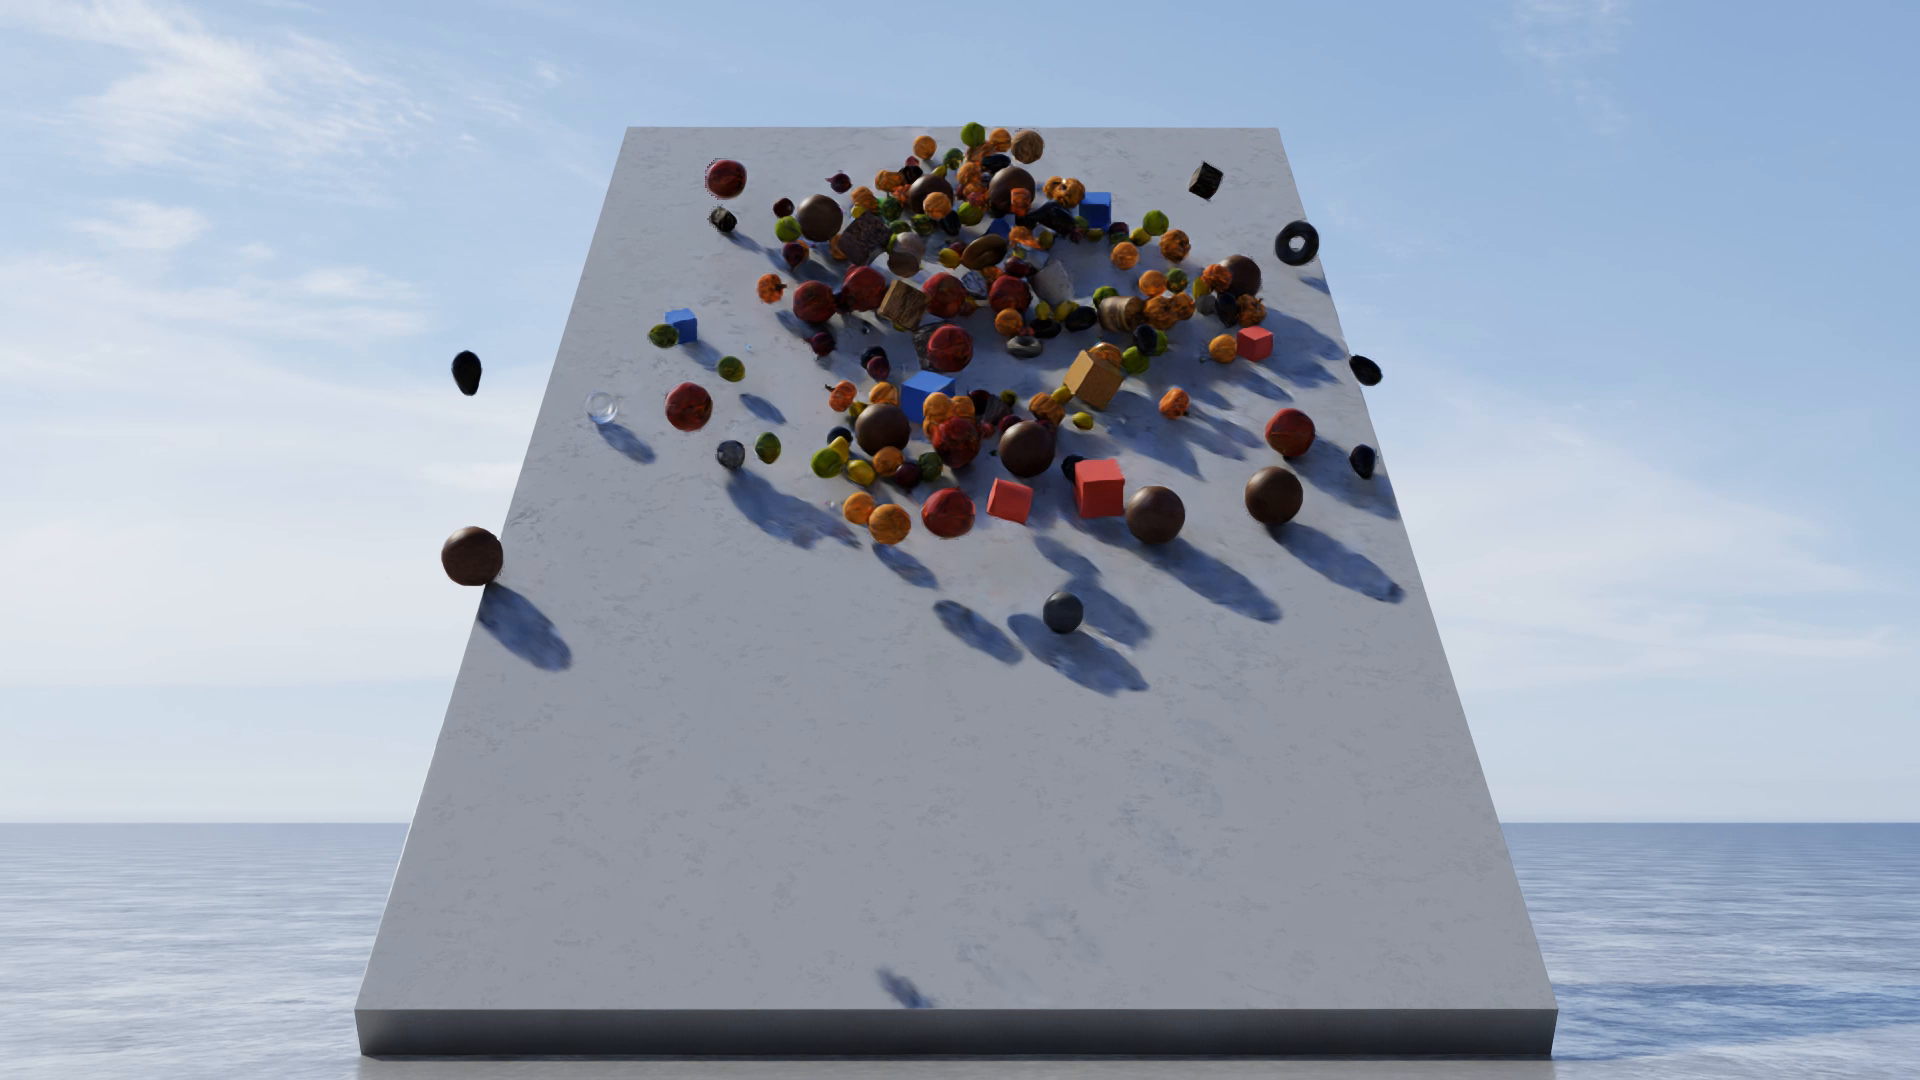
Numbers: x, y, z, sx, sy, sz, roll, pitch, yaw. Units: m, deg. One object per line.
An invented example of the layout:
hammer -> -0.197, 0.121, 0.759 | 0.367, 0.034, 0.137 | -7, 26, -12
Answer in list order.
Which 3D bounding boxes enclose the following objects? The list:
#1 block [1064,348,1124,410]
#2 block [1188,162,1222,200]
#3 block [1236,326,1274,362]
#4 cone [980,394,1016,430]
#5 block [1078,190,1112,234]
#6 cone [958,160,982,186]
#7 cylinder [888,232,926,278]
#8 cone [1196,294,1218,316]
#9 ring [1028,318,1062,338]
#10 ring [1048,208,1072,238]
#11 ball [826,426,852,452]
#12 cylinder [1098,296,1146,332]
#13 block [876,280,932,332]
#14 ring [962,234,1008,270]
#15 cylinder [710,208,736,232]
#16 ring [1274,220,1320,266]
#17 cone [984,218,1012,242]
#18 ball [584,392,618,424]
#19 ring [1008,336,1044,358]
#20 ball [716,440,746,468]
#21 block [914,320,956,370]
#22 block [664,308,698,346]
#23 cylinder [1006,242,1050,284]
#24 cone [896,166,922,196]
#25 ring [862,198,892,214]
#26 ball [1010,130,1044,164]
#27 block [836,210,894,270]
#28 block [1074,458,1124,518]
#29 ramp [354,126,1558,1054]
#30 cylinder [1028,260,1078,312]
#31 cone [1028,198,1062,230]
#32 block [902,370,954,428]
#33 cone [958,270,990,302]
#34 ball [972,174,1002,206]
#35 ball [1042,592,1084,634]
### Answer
block -> 0.322, -0.388, 5.859 | 0.092, 0.092, 0.092 | 25, 18, -25
block -> 0.642, -0.939, 6.356 | 0.060, 0.060, 0.060 | 25, -26, -12
block -> 0.742, -0.495, 6.110 | 0.062, 0.062, 0.062 | -21, 37, -32
cone -> 0.073, -0.288, 5.783 | 0.083, 0.083, 0.083 | 39, -18, 15
block -> 0.377, -0.918, 6.794 | 0.084, 0.084, 0.084 | 5, 33, 8
cone -> 0.016, -1.077, 7.039 | 0.072, 0.072, 0.072 | -33, -20, -14
cylinder -> -0.140, -0.749, 6.381 | 0.085, 0.085, 0.085 | 7, -45, 8
cone -> 0.639, -0.615, 6.347 | 0.057, 0.057, 0.057 | 0, 4, -2
ring -> 0.217, -0.543, 6.220 | 0.087, 0.029, 0.087 | 1, 31, 0
ring -> 0.274, -0.876, 6.703 | 0.029, 0.087, 0.087 | 3, -7, -42
ball -> -0.281, -0.235, 5.671 | 0.060, 0.060, 0.060 | 0, -6, 0
cylinder -> 0.414, -0.577, 6.199 | 0.088, 0.088, 0.088 | 5, -1, 41
block -> -0.140, -0.584, 6.055 | 0.095, 0.095, 0.095 | 26, 1, -12
ring -> 0.066, -0.757, 6.399 | 0.130, 0.043, 0.130 | -21, -22, -9
cylinder -> -0.661, -0.894, 6.776 | 0.055, 0.055, 0.055 | 5, 23, -38
ring -> 0.909, -0.799, 6.546 | 0.126, 0.126, 0.042 | -3, -9, 24
cone -> 0.088, -0.846, 6.722 | 0.077, 0.077, 0.077 | 5, -6, -39
ball -> -0.854, -0.314, 5.781 | 0.078, 0.078, 0.078 | 0, -6, 0
ring -> 0.165, -0.487, 6.125 | 0.093, 0.031, 0.093 | 0, 30, 0
ball -> -0.528, -0.199, 5.601 | 0.067, 0.067, 0.067 | 0, -6, 0
block -> -0.063, -0.485, 6.046 | 0.084, 0.084, 0.084 | -13, 29, 9
block -> -0.710, -0.543, 6.180 | 0.064, 0.064, 0.064 | -13, 33, -21
cylinder -> 0.178, -0.729, 6.420 | 0.092, 0.092, 0.092 | 20, -8, -3
cone -> -0.137, -1.022, 7.010 | 0.083, 0.083, 0.083 | -14, -28, -8
ring -> -0.235, -0.947, 6.895 | 0.083, 0.028, 0.083 | -4, 30, 2
ball -> 0.176, -1.025, 6.331 | 0.088, 0.088, 0.088 | 0, -6, 0
block -> -0.252, -0.792, 6.416 | 0.094, 0.094, 0.094 | 42, -27, 5
block -> 0.311, -0.115, 5.441 | 0.094, 0.094, 0.094 | -4, 31, -8
ramp -> -0.014, -0.202, 5.774 | 2.000, 0.100, 4.000 | 0, 31, 0
cylinder -> 0.239, -0.656, 6.272 | 0.097, 0.097, 0.097 | -29, 5, 3
cone -> 0.221, -0.887, 6.650 | 0.086, 0.086, 0.086 | -10, -1, -28
block -> -0.076, -0.338, 5.814 | 0.091, 0.091, 0.091 | 18, 35, 27
cone -> 0.054, -0.645, 6.322 | 0.088, 0.088, 0.088 | 6, 23, -42
ball -> 0.077, -0.996, 6.920 | 0.090, 0.090, 0.090 | 0, -6, 0
ball -> 0.212, 0.150, 5.003 | 0.086, 0.086, 0.086 | 0, -6, 0
